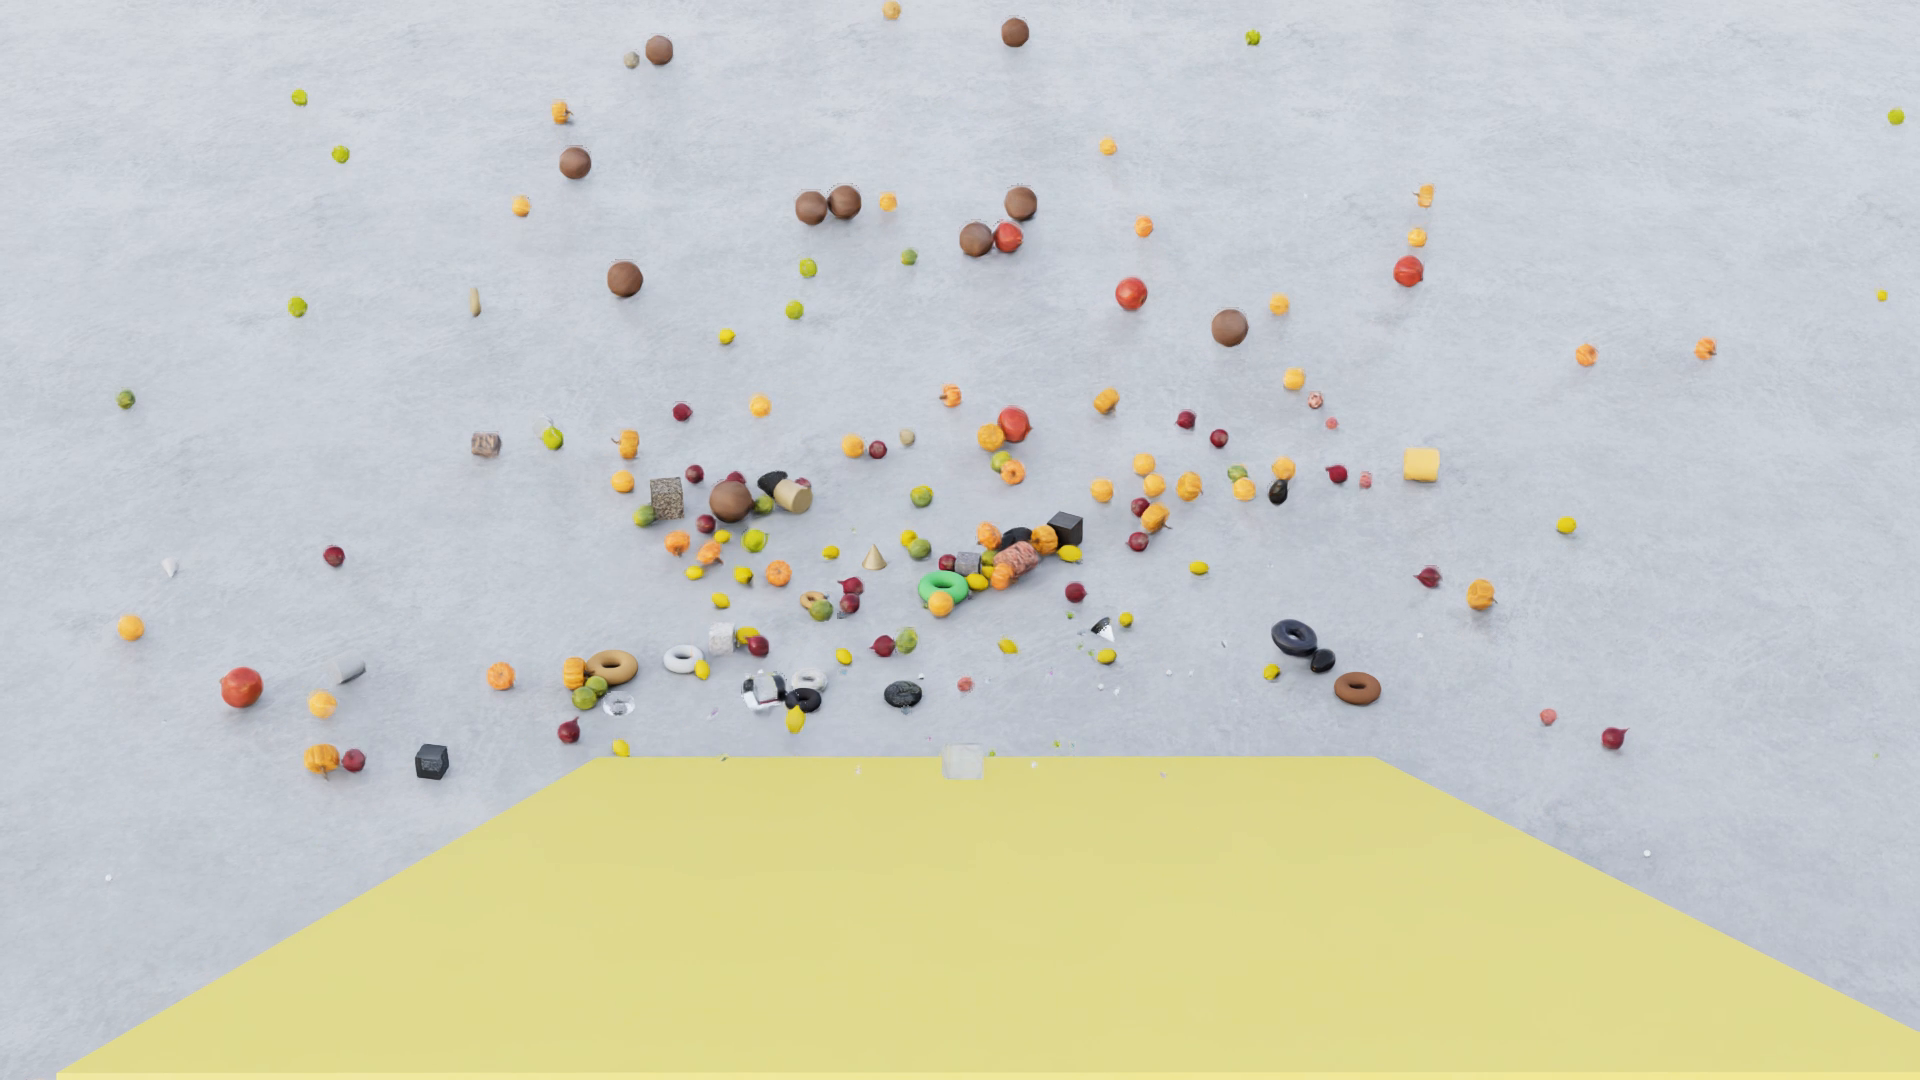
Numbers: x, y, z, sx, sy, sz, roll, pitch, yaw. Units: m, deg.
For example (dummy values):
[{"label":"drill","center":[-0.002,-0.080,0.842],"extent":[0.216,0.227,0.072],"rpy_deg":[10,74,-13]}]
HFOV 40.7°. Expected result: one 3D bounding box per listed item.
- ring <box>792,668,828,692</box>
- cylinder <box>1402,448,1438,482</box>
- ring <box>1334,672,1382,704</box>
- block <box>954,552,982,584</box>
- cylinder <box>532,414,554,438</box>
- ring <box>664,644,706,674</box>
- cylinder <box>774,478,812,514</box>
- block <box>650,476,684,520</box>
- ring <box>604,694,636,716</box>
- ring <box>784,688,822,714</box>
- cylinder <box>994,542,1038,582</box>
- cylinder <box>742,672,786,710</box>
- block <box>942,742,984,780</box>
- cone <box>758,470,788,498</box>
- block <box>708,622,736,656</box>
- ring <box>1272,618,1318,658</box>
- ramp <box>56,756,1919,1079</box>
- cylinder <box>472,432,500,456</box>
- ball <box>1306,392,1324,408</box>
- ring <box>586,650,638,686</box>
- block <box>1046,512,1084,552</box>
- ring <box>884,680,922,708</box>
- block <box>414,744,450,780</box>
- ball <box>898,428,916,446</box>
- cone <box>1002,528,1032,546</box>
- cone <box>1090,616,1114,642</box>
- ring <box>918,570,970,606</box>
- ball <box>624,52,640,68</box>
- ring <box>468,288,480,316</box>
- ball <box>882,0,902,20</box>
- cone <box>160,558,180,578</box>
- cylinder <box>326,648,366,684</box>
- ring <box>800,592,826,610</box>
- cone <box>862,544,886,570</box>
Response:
[{"label":"ring","center":[-0.413,0.387,7.098],"extent":[0.100,0.033,0.100],"rpy_deg":[-1,31,0]},{"label":"cylinder","center":[1.440,-0.235,8.092],"extent":[0.099,0.099,0.099],"rpy_deg":[4,31,4]},{"label":"ring","center":[1.084,0.404,7.060],"extent":[0.128,0.043,0.128],"rpy_deg":[-1,31,0]},{"label":"block","center":[0.023,0.082,7.584],"extent":[0.067,0.067,0.067],"rpy_deg":[4,31,7]},{"label":"cylinder","center":[-1.345,-0.368,8.343],"extent":[0.063,0.063,0.063],"rpy_deg":[-2,15,-3]},{"label":"ring","center":[-0.766,0.330,7.190],"extent":[0.117,0.039,0.117],"rpy_deg":[-1,29,0]},{"label":"cylinder","center":[-0.512,-0.133,7.933],"extent":[0.085,0.085,0.085],"rpy_deg":[27,39,37]},{"label":"block","center":[-0.895,-0.127,7.915],"extent":[0.094,0.094,0.094],"rpy_deg":[-5,31,-9]},{"label":"ring","center":[-0.922,0.446,7.002],"extent":[0.087,0.029,0.087],"rpy_deg":[0,31,0]},{"label":"ring","center":[-0.425,0.435,7.016],"extent":[0.100,0.033,0.100],"rpy_deg":[-1,30,1]},{"label":"cylinder","center":[0.164,0.062,7.595],"extent":[0.091,0.091,0.091],"rpy_deg":[26,39,37]},{"label":"cylinder","center":[-0.528,0.408,6.984],"extent":[0.086,0.086,0.086],"rpy_deg":[-11,31,-35]},{"label":"block","center":[0.006,0.518,6.060],"extent":[0.079,0.079,0.079],"rpy_deg":[0,0,-15]},{"label":"cone","center":[-0.566,-0.147,7.998],"extent":[0.097,0.097,0.097],"rpy_deg":[-11,59,-18]},{"label":"block","center":[-0.666,0.277,7.254],"extent":[0.065,0.065,0.065],"rpy_deg":[1,30,2]},{"label":"ring","center":[0.937,0.274,7.251],"extent":[0.136,0.045,0.136],"rpy_deg":[12,38,-10]},{"label":"ramp","center":[0.068,0.604,4.667],"extent":[2.000,0.100,4.000],"rpy_deg":[0,0,0]},{"label":"cylinder","center":[-1.508,-0.302,8.233],"extent":[0.073,0.073,0.073],"rpy_deg":[4,31,6]},{"label":"ball","center":[1.169,-0.458,8.521],"extent":[0.053,0.053,0.053],"rpy_deg":[0,30,0]},{"label":"ring","center":[-0.961,0.352,7.142],"extent":[0.146,0.049,0.146],"rpy_deg":[1,29,0]},{"label":"block","center":[0.314,-0.025,7.754],"extent":[0.081,0.081,0.081],"rpy_deg":[16,34,26]},{"label":"ring","center":[-0.155,0.419,7.041],"extent":[0.105,0.035,0.105],"rpy_deg":[-1,31,1]},{"label":"block","center":[-1.375,0.578,6.741],"extent":[0.064,0.064,0.064],"rpy_deg":[6,31,10]},{"label":"ball","center":[-0.170,-0.330,8.302],"extent":[0.054,0.054,0.054],"rpy_deg":[0,30,0]},{"label":"cone","center":[0.179,0.025,7.708],"extent":[0.091,0.091,0.091],"rpy_deg":[-4,57,-7]},{"label":"cone","center":[0.416,0.264,7.311],"extent":[0.067,0.067,0.067],"rpy_deg":[-21,63,-32]},{"label":"ring","center":[-0.048,0.139,7.505],"extent":[0.149,0.050,0.149],"rpy_deg":[1,31,-1]},{"label":"ball","center":[-1.433,-2.095,11.297],"extent":[0.072,0.072,0.072],"rpy_deg":[0,30,0]},{"label":"ring","center":[-1.710,-0.839,9.117],"extent":[0.035,0.104,0.104],"rpy_deg":[-6,31,-12]},{"label":"ball","center":[-0.313,-2.427,11.847],"extent":[0.089,0.089,0.089],"rpy_deg":[0,30,0]},{"label":"cone","center":[-2.322,0.090,7.614],"extent":[0.054,0.054,0.054],"rpy_deg":[-7,58,-12]},{"label":"cylinder","center":[-1.689,0.348,7.120],"extent":[0.076,0.076,0.076],"rpy_deg":[26,39,37]},{"label":"ring","center":[-0.424,0.174,7.469],"extent":[0.078,0.026,0.078],"rpy_deg":[1,30,-1]},{"label":"cone","center":[-0.254,0.040,7.650],"extent":[0.074,0.074,0.074],"rpy_deg":[0,30,0]}]
